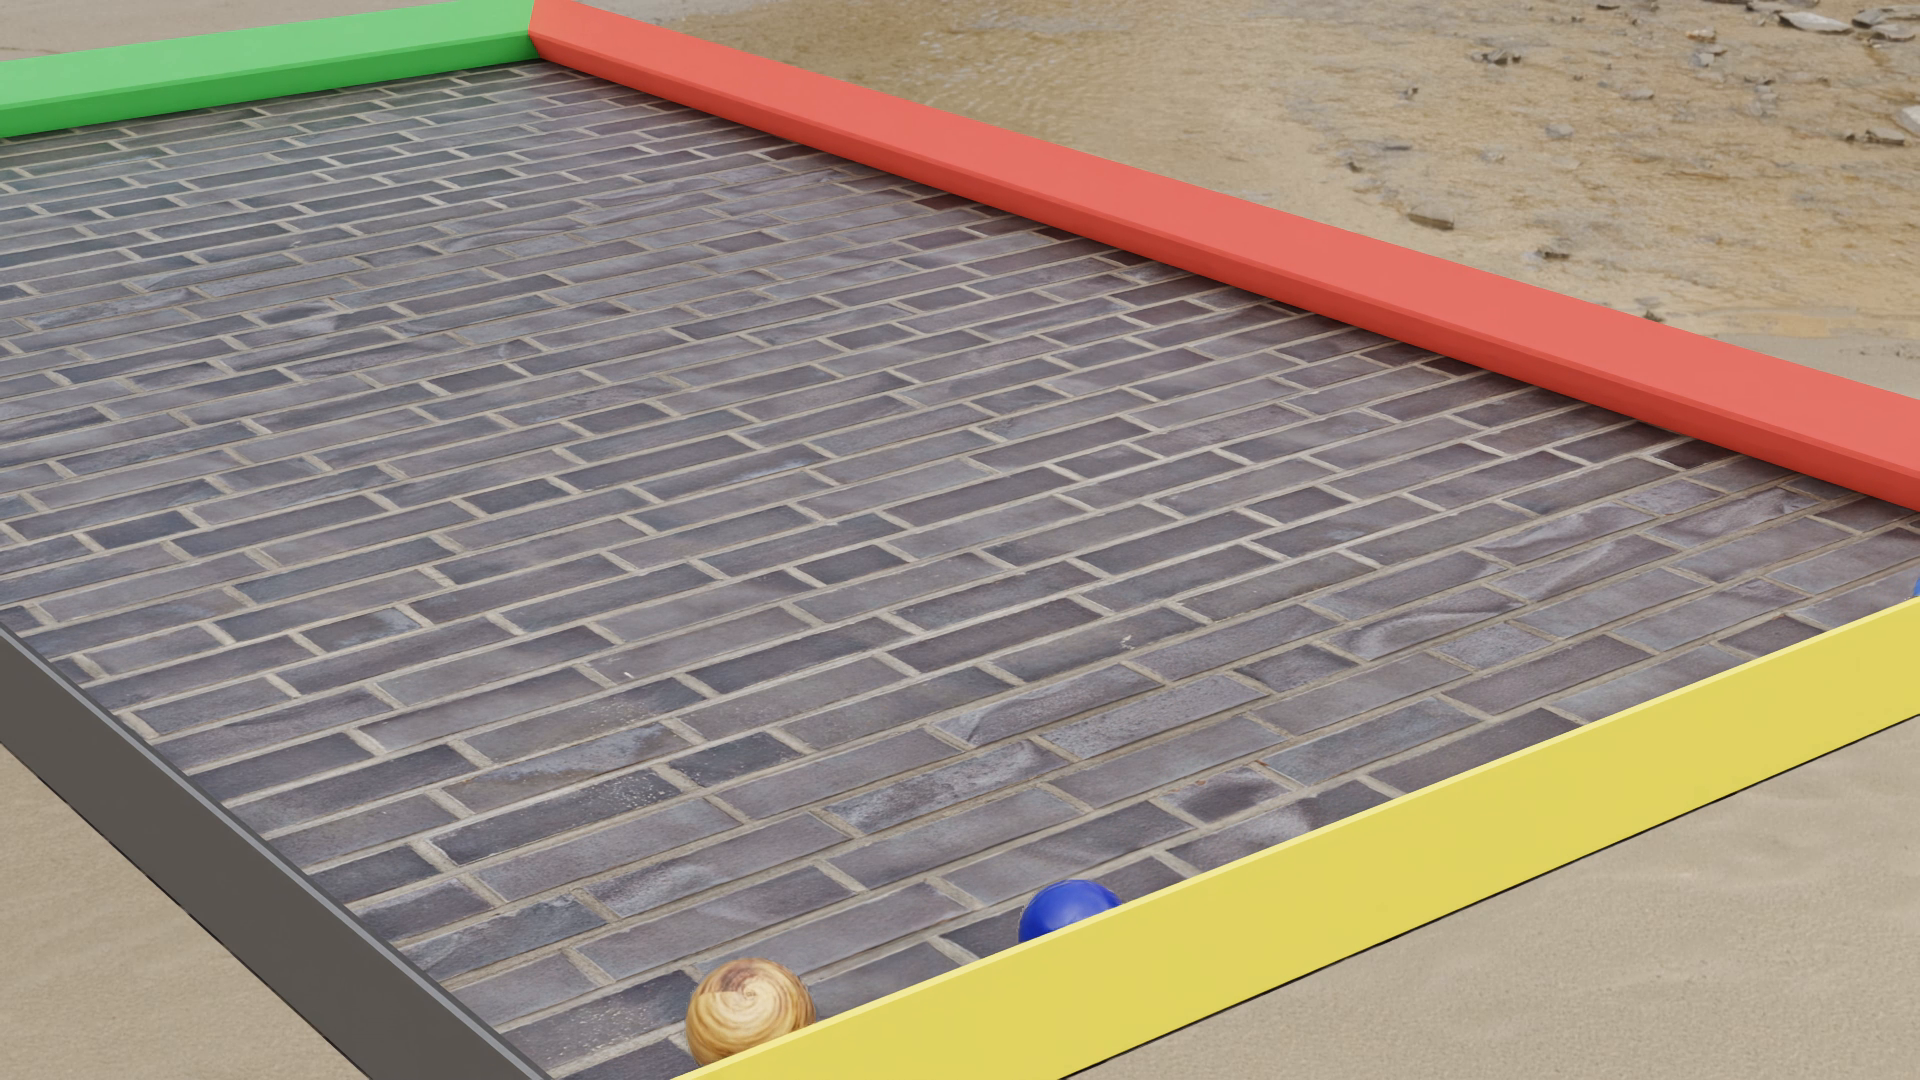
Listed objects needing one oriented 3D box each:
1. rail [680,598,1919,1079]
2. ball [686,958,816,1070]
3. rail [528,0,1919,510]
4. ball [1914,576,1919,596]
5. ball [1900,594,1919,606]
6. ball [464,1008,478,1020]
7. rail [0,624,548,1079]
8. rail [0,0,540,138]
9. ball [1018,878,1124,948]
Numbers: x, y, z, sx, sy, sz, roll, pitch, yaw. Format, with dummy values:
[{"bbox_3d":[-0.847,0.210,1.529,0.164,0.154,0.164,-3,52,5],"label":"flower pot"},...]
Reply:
[{"bbox_3d":[0.411,0.173,2.059,1.587,0.103,0.045,-16,26,-35],"label":"rail"},{"bbox_3d":[-0.127,0.293,1.786,0.079,0.079,0.079,0,21,0],"label":"ball"},{"bbox_3d":[0.183,-0.392,3.503,0.045,0.103,2.778,-16,26,-35],"label":"rail"},{"bbox_3d":[0.824,0.047,2.428,0.071,0.071,0.071,0,21,0],"label":"ball"},{"bbox_3d":[0.785,0.071,2.386,0.056,0.056,0.056,0,21,0],"label":"ball"},{"bbox_3d":[-0.313,0.306,1.807,0.040,0.040,0.040,0,21,0],"label":"ball"},{"bbox_3d":[-1.034,-0.048,2.625,0.045,0.103,2.778,-16,26,-35],"label":"rail"},{"bbox_3d":[-1.262,-0.613,4.069,1.587,0.103,0.045,-16,26,-35],"label":"rail"},{"bbox_3d":[0.074,0.255,1.890,0.075,0.075,0.075,0,21,0],"label":"ball"}]
